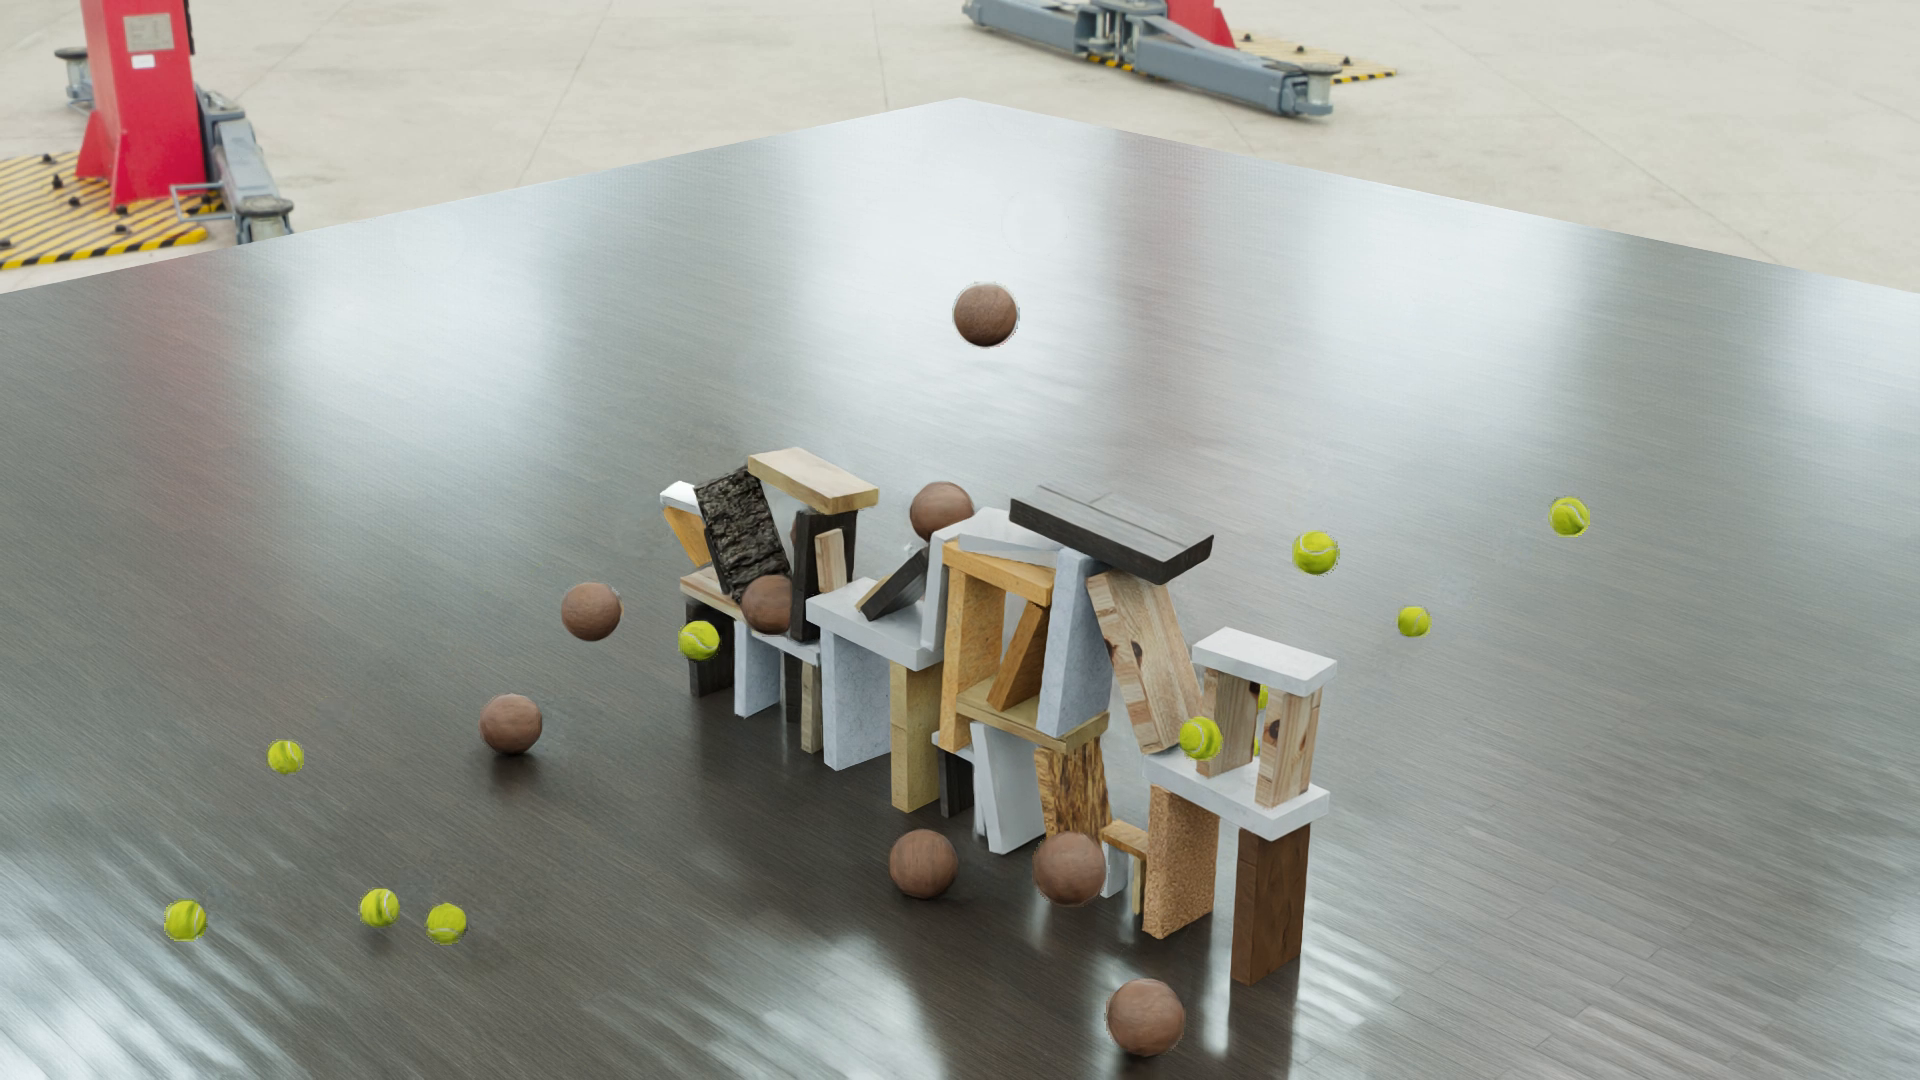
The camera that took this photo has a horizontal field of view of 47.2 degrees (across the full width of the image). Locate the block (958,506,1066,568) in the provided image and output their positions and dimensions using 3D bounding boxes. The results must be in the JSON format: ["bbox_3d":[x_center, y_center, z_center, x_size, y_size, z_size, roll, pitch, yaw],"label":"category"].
[{"bbox_3d":[0.137,-0.001,4.143,0.249,0.035,0.125,11,28,19],"label":"block"}]

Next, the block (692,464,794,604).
[{"bbox_3d":[-0.465,-0.012,4.732,0.135,0.269,0.038,-24,16,-19],"label":"block"}]

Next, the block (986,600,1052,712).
[{"bbox_3d":[0.147,0.200,4.166,0.133,0.266,0.038,-22,54,-42],"label":"block"}]

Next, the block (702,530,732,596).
[{"bbox_3d":[-0.504,0.039,4.798,0.074,0.148,0.021,-18,1,-41],"label":"block"}]

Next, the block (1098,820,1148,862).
[{"bbox_3d":[0.321,0.561,4.111,0.120,0.017,0.060,21,31,41],"label":"block"}]

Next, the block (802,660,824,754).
[{"bbox_3d":[-0.286,0.338,4.685,0.031,0.217,0.108,25,33,38],"label":"block"}]

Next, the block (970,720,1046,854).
[{"bbox_3d":[0.099,0.466,4.316,0.134,0.268,0.038,-21,18,-41],"label":"block"}]

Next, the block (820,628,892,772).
[{"bbox_3d":[-0.207,0.306,4.616,0.166,0.331,0.047,-17,28,-34],"label":"block"}]

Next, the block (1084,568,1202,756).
[{"bbox_3d":[0.345,0.207,4.014,0.047,0.335,0.167,-19,-1,41],"label":"block"}]

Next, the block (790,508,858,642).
[{"bbox_3d":[-0.285,0.065,4.594,0.038,0.280,0.135,22,25,40],"label":"block"}]

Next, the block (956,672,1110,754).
[{"bbox_3d":[0.139,0.331,4.239,0.268,0.038,0.134,18,28,36],"label":"block"}]

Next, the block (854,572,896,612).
[{"bbox_3d":[-0.158,0.102,4.426,0.061,0.122,0.017,-22,75,-41],"label":"block"}]

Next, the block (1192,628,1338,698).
[{"bbox_3d":[0.521,0.208,3.769,0.220,0.031,0.110,17,25,34],"label":"block"}]

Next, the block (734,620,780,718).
[{"bbox_3d":[-0.445,0.266,4.837,0.032,0.227,0.113,18,27,34],"label":"block"}]

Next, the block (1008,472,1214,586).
[{"bbox_3d":[0.274,-0.023,4.008,0.335,0.047,0.167,24,31,31],"label":"block"}]

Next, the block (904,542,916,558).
[{"bbox_3d":[-0.066,0.060,4.479,0.017,0.122,0.061,-41,10,-1],"label":"block"}]

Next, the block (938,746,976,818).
[{"bbox_3d":[-0.007,0.476,4.441,0.076,0.153,0.022,-21,27,-41],"label":"block"}]

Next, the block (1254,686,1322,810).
[{"bbox_3d":[0.564,0.344,3.772,0.110,0.221,0.031,-17,30,-41],"label":"block"}]

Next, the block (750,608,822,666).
[{"bbox_3d":[-0.333,0.206,4.679,0.108,0.031,0.217,-21,30,-40],"label":"block"}]

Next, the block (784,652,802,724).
[{"bbox_3d":[-0.351,0.280,4.822,0.031,0.217,0.108,7,24,14],"label":"block"}]

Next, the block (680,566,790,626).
[{"bbox_3d":[-0.494,0.121,4.828,0.227,0.032,0.113,23,30,33],"label":"block"}]

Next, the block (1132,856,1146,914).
[{"bbox_3d":[0.350,0.635,4.111,0.017,0.120,0.060,21,31,41],"label":"block"}]

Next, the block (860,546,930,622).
[{"bbox_3d":[-0.086,0.074,4.359,0.125,0.249,0.035,-22,75,-41],"label":"block"}]

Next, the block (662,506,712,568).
[{"bbox_3d":[-0.594,-0.016,4.875,0.021,0.149,0.074,-32,0,36],"label":"block"}]

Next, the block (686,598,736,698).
[{"bbox_3d":[-0.552,0.230,4.924,0.113,0.227,0.032,-19,31,-36],"label":"block"}]

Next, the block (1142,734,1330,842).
[{"bbox_3d":[0.487,0.434,3.902,0.152,0.043,0.303,-18,29,-39],"label":"block"}]

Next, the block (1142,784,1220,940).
[{"bbox_3d":[0.409,0.566,4.033,0.152,0.303,0.043,-19,30,-41],"label":"block"}]

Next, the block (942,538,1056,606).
[{"bbox_3d":[0.108,0.047,4.135,0.266,0.038,0.133,23,32,39],"label":"block"}]

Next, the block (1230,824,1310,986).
[{"bbox_3d":[0.551,0.625,3.899,0.043,0.303,0.152,21,31,41],"label":"block"}]

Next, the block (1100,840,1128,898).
[{"bbox_3d":[0.293,0.613,4.163,0.017,0.120,0.060,21,31,41],"label":"block"}]

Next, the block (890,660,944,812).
[{"bbox_3d":[-0.063,0.372,4.460,0.166,0.331,0.047,-21,31,-40],"label":"block"}]

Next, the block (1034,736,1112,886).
[{"bbox_3d":[0.222,0.512,4.209,0.134,0.268,0.038,-18,15,-36],"label":"block"}]

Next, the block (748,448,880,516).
[{"bbox_3d":[-0.310,-0.126,4.627,0.135,0.038,0.269,-13,29,-42],"label":"block"}]

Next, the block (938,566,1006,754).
[{"bbox_3d":[0.026,0.215,4.292,0.038,0.398,0.133,23,32,34],"label":"block"}]

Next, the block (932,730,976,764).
[{"bbox_3d":[0.025,0.408,4.378,0.153,0.022,0.076,21,31,41],"label":"block"}]

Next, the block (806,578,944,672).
[{"bbox_3d":[-0.141,0.167,4.458,0.166,0.047,0.331,-21,31,-40],"label":"block"}]

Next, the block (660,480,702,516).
[{"bbox_3d":[-0.579,-0.086,4.852,0.148,0.021,0.074,19,32,21],"label":"block"}]

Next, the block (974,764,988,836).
[{"bbox_3d":[0.065,0.504,4.375,0.022,0.153,0.077,17,28,42],"label":"block"}]

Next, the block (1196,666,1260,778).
[{"bbox_3d":[0.475,0.301,3.874,0.110,0.221,0.031,-14,27,-36],"label":"block"}]

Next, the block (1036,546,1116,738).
[{"bbox_3d":[0.231,0.171,4.086,0.047,0.375,0.167,24,32,33],"label":"block"}]

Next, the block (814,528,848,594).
[{"bbox_3d":[-0.266,0.043,4.535,0.061,0.122,0.017,-21,25,-40],"label":"block"}]

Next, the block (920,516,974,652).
[{"bbox_3d":[-0.010,0.085,4.277,0.035,0.249,0.125,29,36,36],"label":"block"}]
